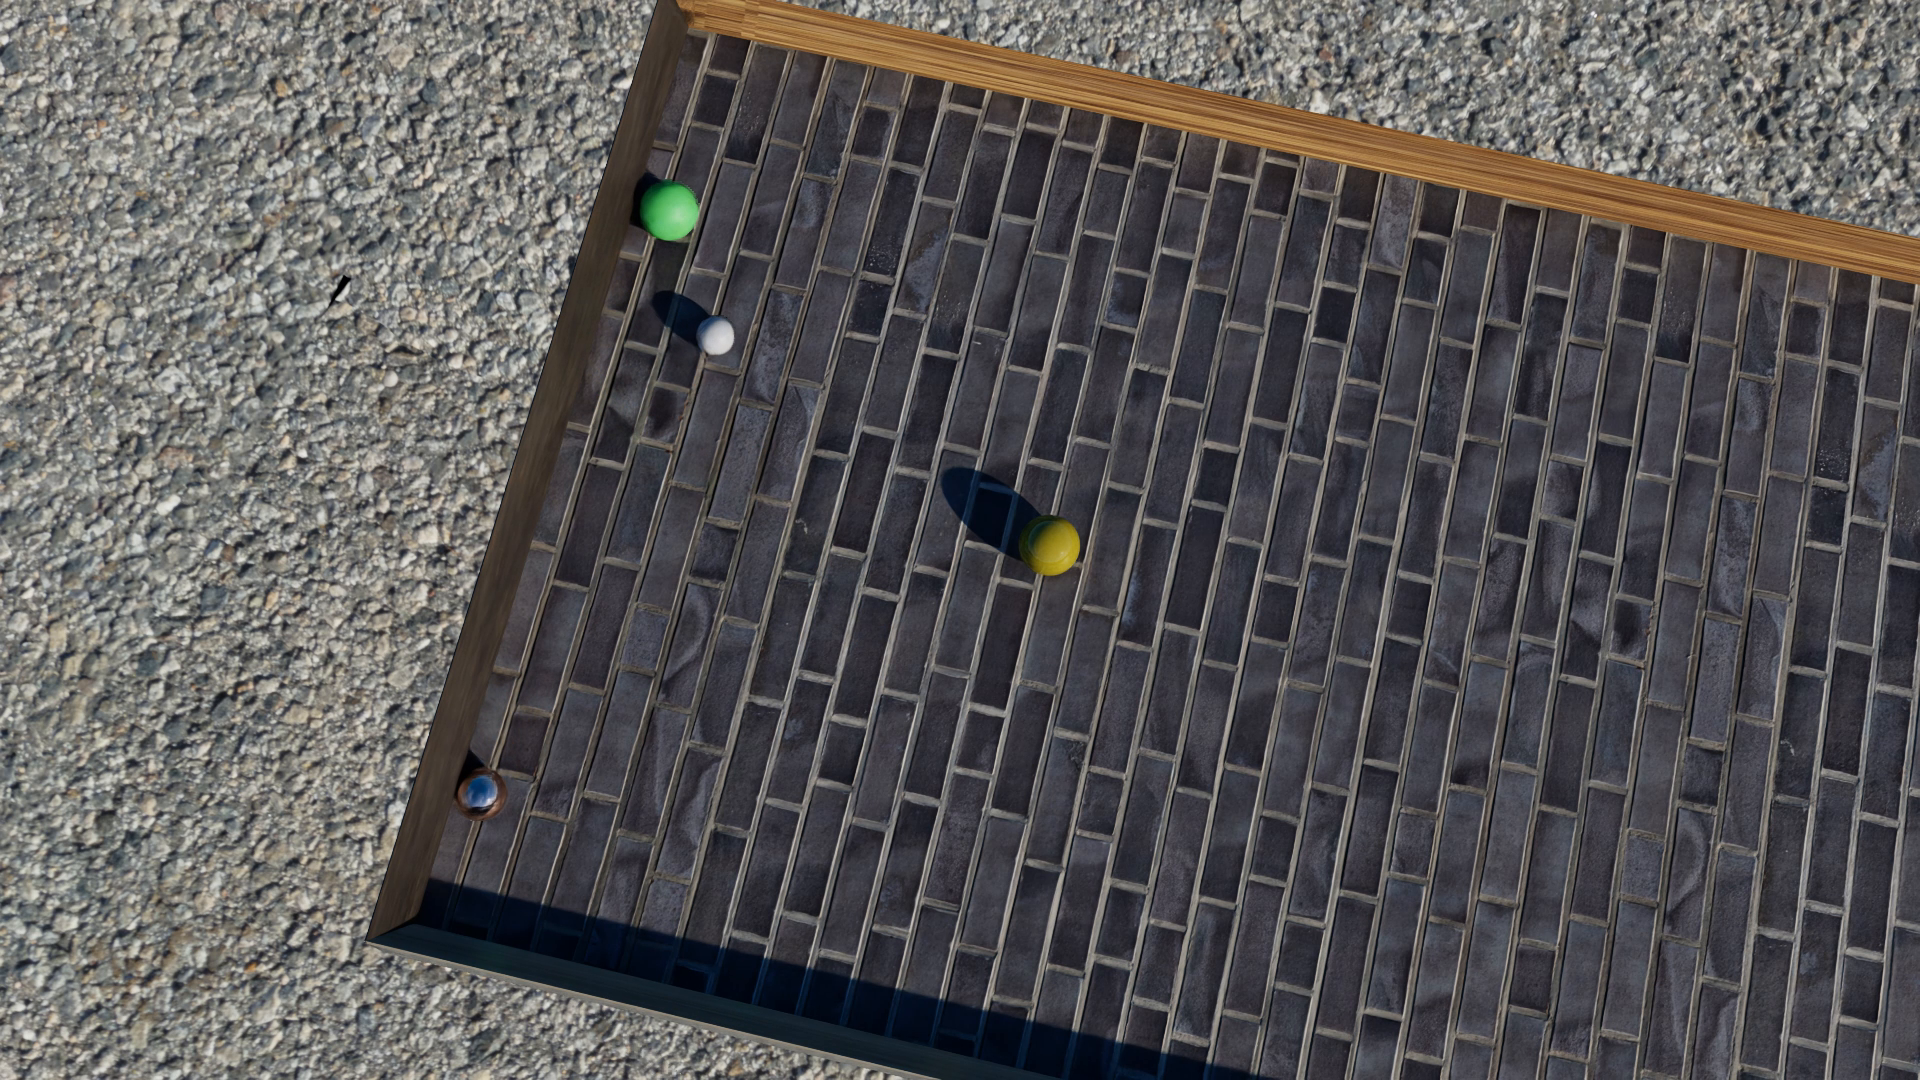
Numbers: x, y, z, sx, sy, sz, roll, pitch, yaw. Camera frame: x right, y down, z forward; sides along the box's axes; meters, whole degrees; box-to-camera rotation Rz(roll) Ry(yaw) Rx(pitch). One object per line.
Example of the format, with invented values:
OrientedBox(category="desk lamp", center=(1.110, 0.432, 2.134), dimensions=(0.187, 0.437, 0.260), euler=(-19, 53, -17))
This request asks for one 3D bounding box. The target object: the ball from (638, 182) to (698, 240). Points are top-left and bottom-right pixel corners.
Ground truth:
OrientedBox(category="ball", center=(-0.469, -0.529, 3.535), dimensions=(0.095, 0.095, 0.095), euler=(0, 73, 0))

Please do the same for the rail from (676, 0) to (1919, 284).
OrientedBox(category="rail", center=(0.840, -0.579, 3.534), dimensions=(2.724, 0.123, 0.045), euler=(13, 73, 4))

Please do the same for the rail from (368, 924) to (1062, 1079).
OrientedBox(category="rail", center=(0.486, 0.863, 3.089), dimensions=(2.724, 0.123, 0.045), euler=(13, 73, 4))

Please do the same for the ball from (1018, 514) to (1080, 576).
OrientedBox(category="ball", center=(0.137, 0.008, 3.369), dimensions=(0.095, 0.095, 0.095), euler=(0, 73, 0))

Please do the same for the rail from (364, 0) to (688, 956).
OrientedBox(category="rail", center=(-0.640, -0.150, 3.402), dimensions=(0.045, 0.123, 1.598), euler=(13, 73, 4))

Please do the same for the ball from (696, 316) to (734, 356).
OrientedBox(category="ball", center=(-0.388, -0.324, 3.489), dimensions=(0.061, 0.061, 0.061), euler=(0, 73, 0))

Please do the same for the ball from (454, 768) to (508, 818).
OrientedBox(category="ball", center=(-0.711, 0.376, 3.265), dimensions=(0.076, 0.076, 0.076), euler=(0, 73, 0))
